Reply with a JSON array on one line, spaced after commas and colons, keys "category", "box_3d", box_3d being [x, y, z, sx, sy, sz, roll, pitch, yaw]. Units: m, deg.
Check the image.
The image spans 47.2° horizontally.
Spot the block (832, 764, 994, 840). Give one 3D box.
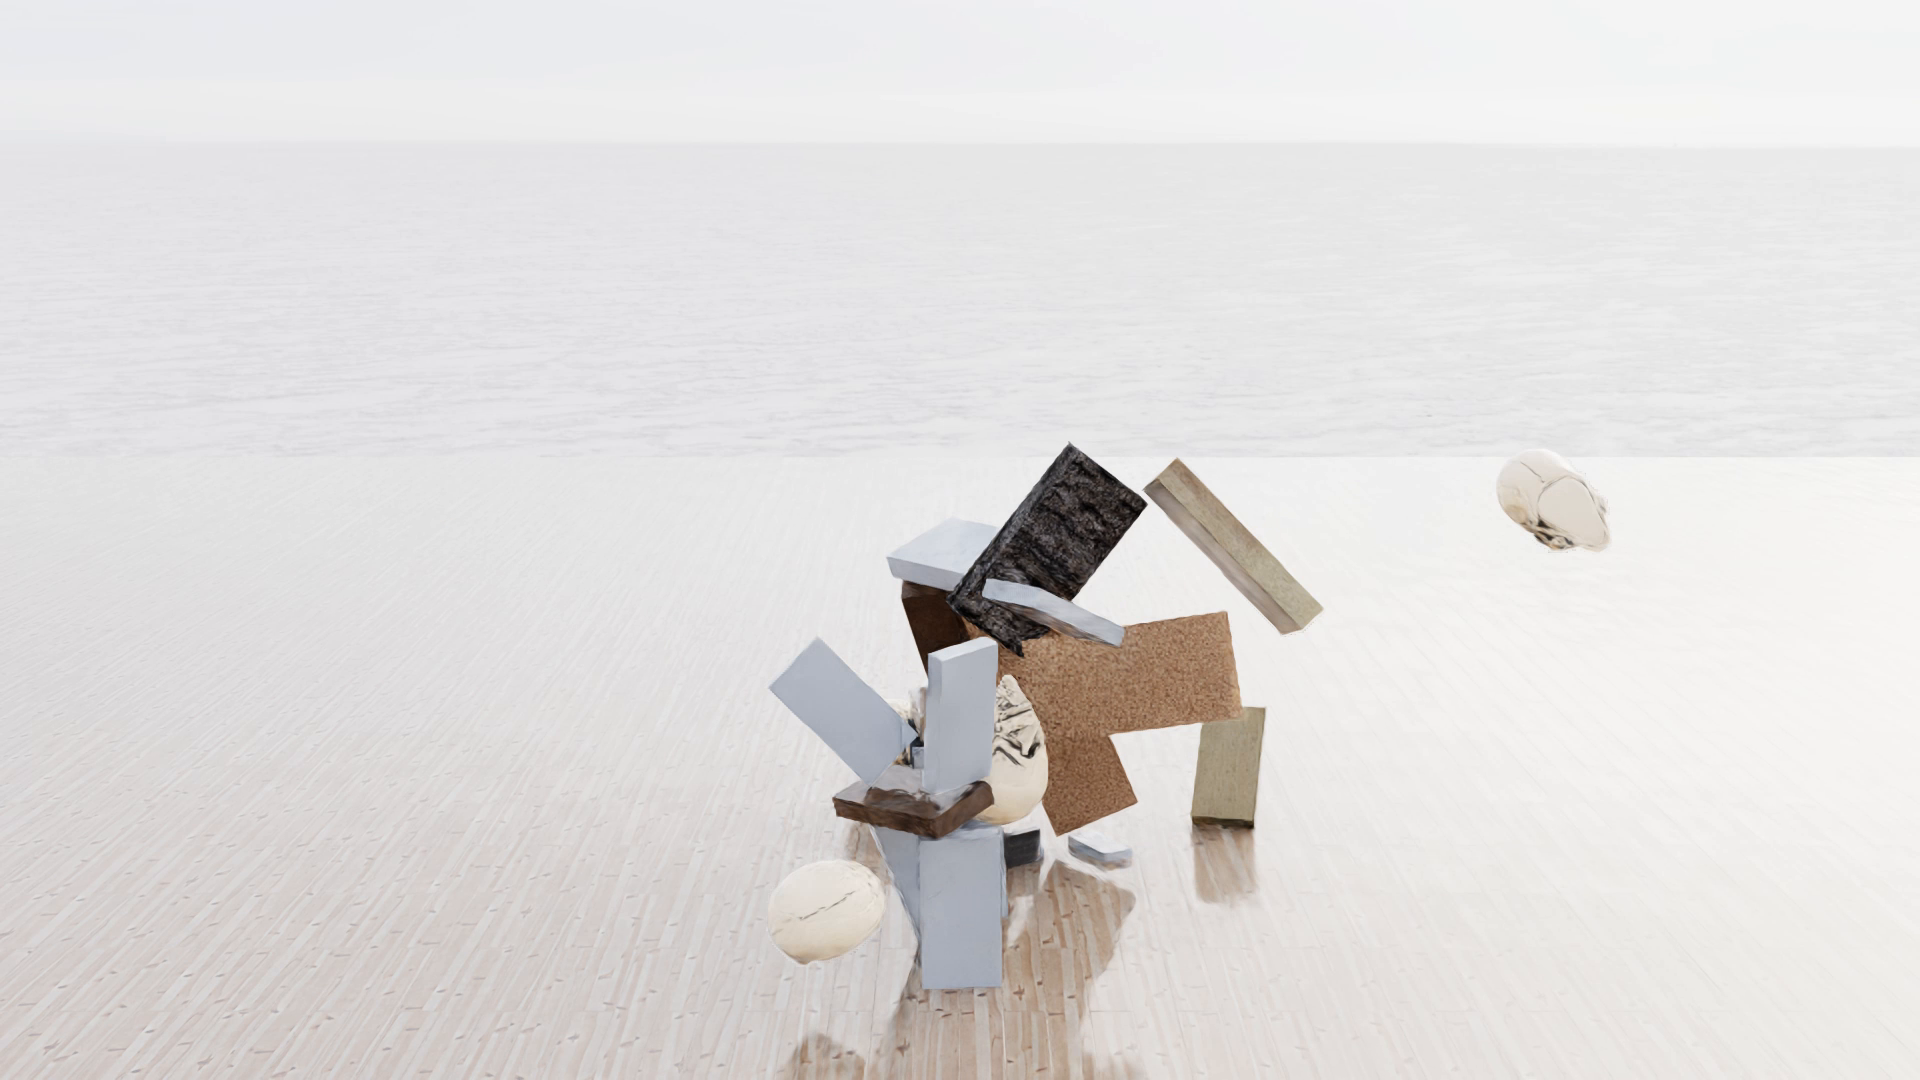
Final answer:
[{"category": "block", "box_3d": [-0.072, 0.391, 3.306, 0.118, 0.033, 0.236, -29, 21, -37]}]

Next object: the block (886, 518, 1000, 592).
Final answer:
[{"category": "block", "box_3d": [0.023, 0.032, 3.892, 0.157, 0.044, 0.313, -31, 24, -29]}]

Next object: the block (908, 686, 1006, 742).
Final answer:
[{"category": "block", "box_3d": [-0.008, 0.286, 3.696, 0.138, 0.039, 0.276, -5, 6, -5]}]

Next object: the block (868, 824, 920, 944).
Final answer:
[{"category": "block", "box_3d": [-0.050, 0.503, 3.412, 0.118, 0.236, 0.033, -26, 16, -15]}]

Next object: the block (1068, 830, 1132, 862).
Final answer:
[{"category": "block", "box_3d": [0.247, 0.542, 3.885, 0.058, 0.016, 0.116, -6, 12, -29]}]

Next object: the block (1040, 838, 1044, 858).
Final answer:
[{"category": "block", "box_3d": [0.091, 0.542, 3.883, 0.116, 0.016, 0.058, 0, 11, 2]}]

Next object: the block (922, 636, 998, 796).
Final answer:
[{"category": "block", "box_3d": [0.001, 0.257, 3.211, 0.108, 0.216, 0.031, -15, 28, -39]}]

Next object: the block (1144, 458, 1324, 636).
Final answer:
[{"category": "block", "box_3d": [0.447, 0.013, 3.624, 0.048, 0.339, 0.170, -44, -2, -6]}]

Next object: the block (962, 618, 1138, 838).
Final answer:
[{"category": "block", "box_3d": [0.154, 0.287, 3.858, 0.157, 0.446, 0.044, -23, 8, 2]}]

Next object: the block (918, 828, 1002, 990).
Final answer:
[{"category": "block", "box_3d": [0.000, 0.546, 3.249, 0.118, 0.236, 0.033, -2, 14, -4]}]

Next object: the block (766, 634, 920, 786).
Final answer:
[{"category": "block", "box_3d": [-0.177, 0.258, 3.333, 0.108, 0.216, 0.031, -45, 8, -4]}]

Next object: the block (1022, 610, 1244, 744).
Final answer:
[{"category": "block", "box_3d": [0.276, 0.223, 3.550, 0.339, 0.170, 0.048, -10, -2, 23]}]

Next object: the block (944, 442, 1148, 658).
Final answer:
[{"category": "block", "box_3d": [0.147, 0.020, 3.707, 0.170, 0.339, 0.048, 35, 5, -30]}]

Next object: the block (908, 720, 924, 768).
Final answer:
[{"category": "block", "box_3d": [-0.010, 0.440, 3.740, 0.138, 0.276, 0.039, -4, -18, -1]}]

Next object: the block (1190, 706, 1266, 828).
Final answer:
[{"category": "block", "box_3d": [0.499, 0.417, 4.073, 0.116, 0.232, 0.033, 3, -32, 14]}]

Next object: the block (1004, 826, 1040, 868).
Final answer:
[{"category": "block", "box_3d": [0.089, 0.536, 3.802, 0.116, 0.058, 0.016, -8, 13, -36]}]

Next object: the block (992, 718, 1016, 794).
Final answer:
[{"category": "block", "box_3d": [0.044, 0.370, 4.127, 0.116, 0.232, 0.033, -6, -36, 11]}]

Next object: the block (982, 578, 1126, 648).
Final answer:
[{"category": "block", "box_3d": [0.144, 0.111, 3.361, 0.108, 0.031, 0.216, 10, -11, 44]}]

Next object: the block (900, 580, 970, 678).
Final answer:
[{"category": "block", "box_3d": [0.005, 0.190, 4.036, 0.157, 0.313, 0.044, -8, 43, 9]}]

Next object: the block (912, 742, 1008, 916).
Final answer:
[{"category": "block", "box_3d": [0.001, 0.470, 3.543, 0.138, 0.276, 0.039, -3, -7, 1]}]
